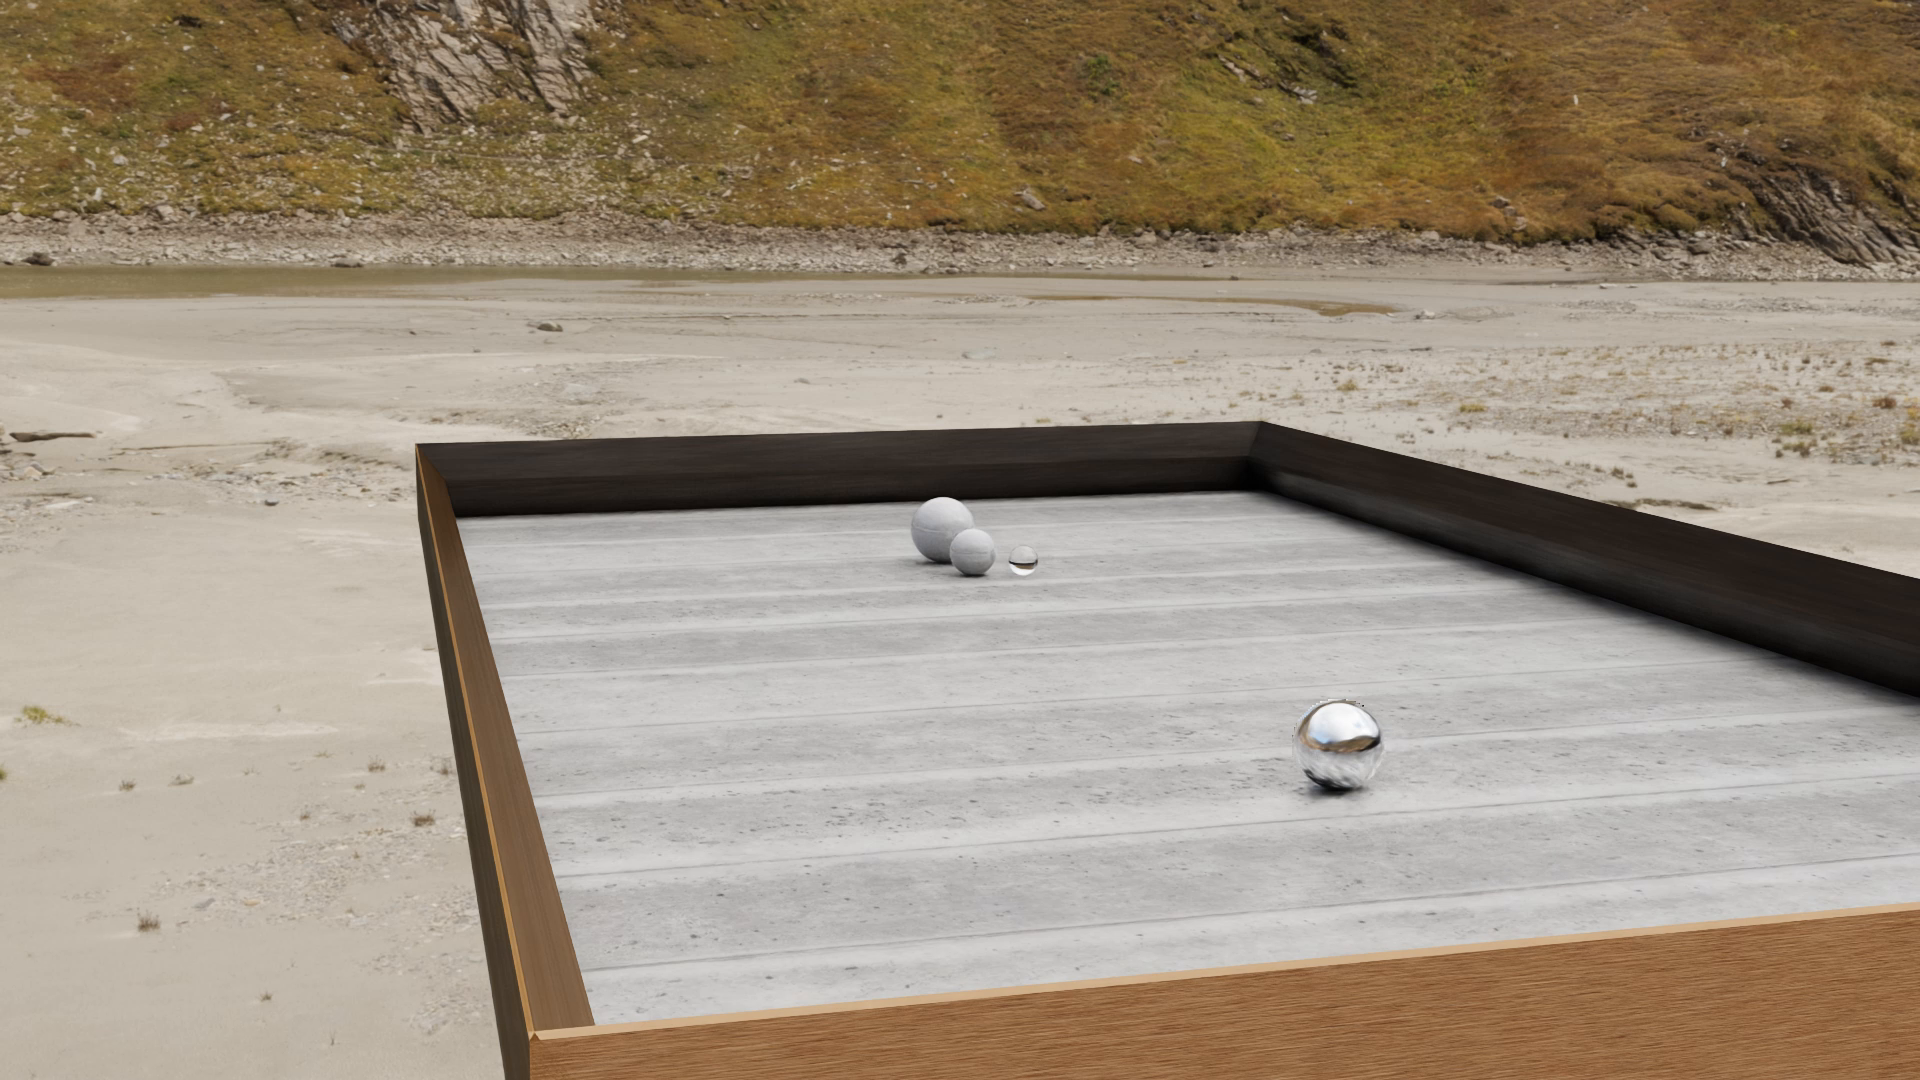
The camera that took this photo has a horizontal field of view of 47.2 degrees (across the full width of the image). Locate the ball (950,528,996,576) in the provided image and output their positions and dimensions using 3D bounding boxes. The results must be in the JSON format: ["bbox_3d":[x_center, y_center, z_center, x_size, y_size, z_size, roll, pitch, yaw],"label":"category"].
[{"bbox_3d":[0.019,0.017,3.151,0.068,0.068,0.068,0,9,0],"label":"ball"}]

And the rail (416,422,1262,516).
[{"bbox_3d":[-0.172,-0.126,3.896,1.536,0.126,0.045,-2,9,-15],"label":"rail"}]

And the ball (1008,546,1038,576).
[{"bbox_3d":[0.091,0.029,3.154,0.043,0.043,0.043,0,9,0],"label":"ball"}]

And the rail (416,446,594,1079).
[{"bbox_3d":[-0.541,0.100,2.403,0.045,0.126,2.775,-2,9,-15],"label":"rail"}]

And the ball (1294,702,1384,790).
[{"bbox_3d":[0.344,0.187,1.993,0.080,0.080,0.080,0,9,0],"label":"ball"}]

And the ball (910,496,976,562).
[{"bbox_3d":[-0.025,-0.015,3.268,0.097,0.097,0.097,0,9,0],"label":"ball"}]

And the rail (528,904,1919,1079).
[{"bbox_3d":[0.528,0.269,1.289,1.536,0.126,0.045,-2,9,-15],"label":"rail"}]

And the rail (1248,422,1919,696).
[{"bbox_3d":[0.898,0.043,2.781,0.045,0.126,2.775,-2,9,-15],"label":"rail"}]
